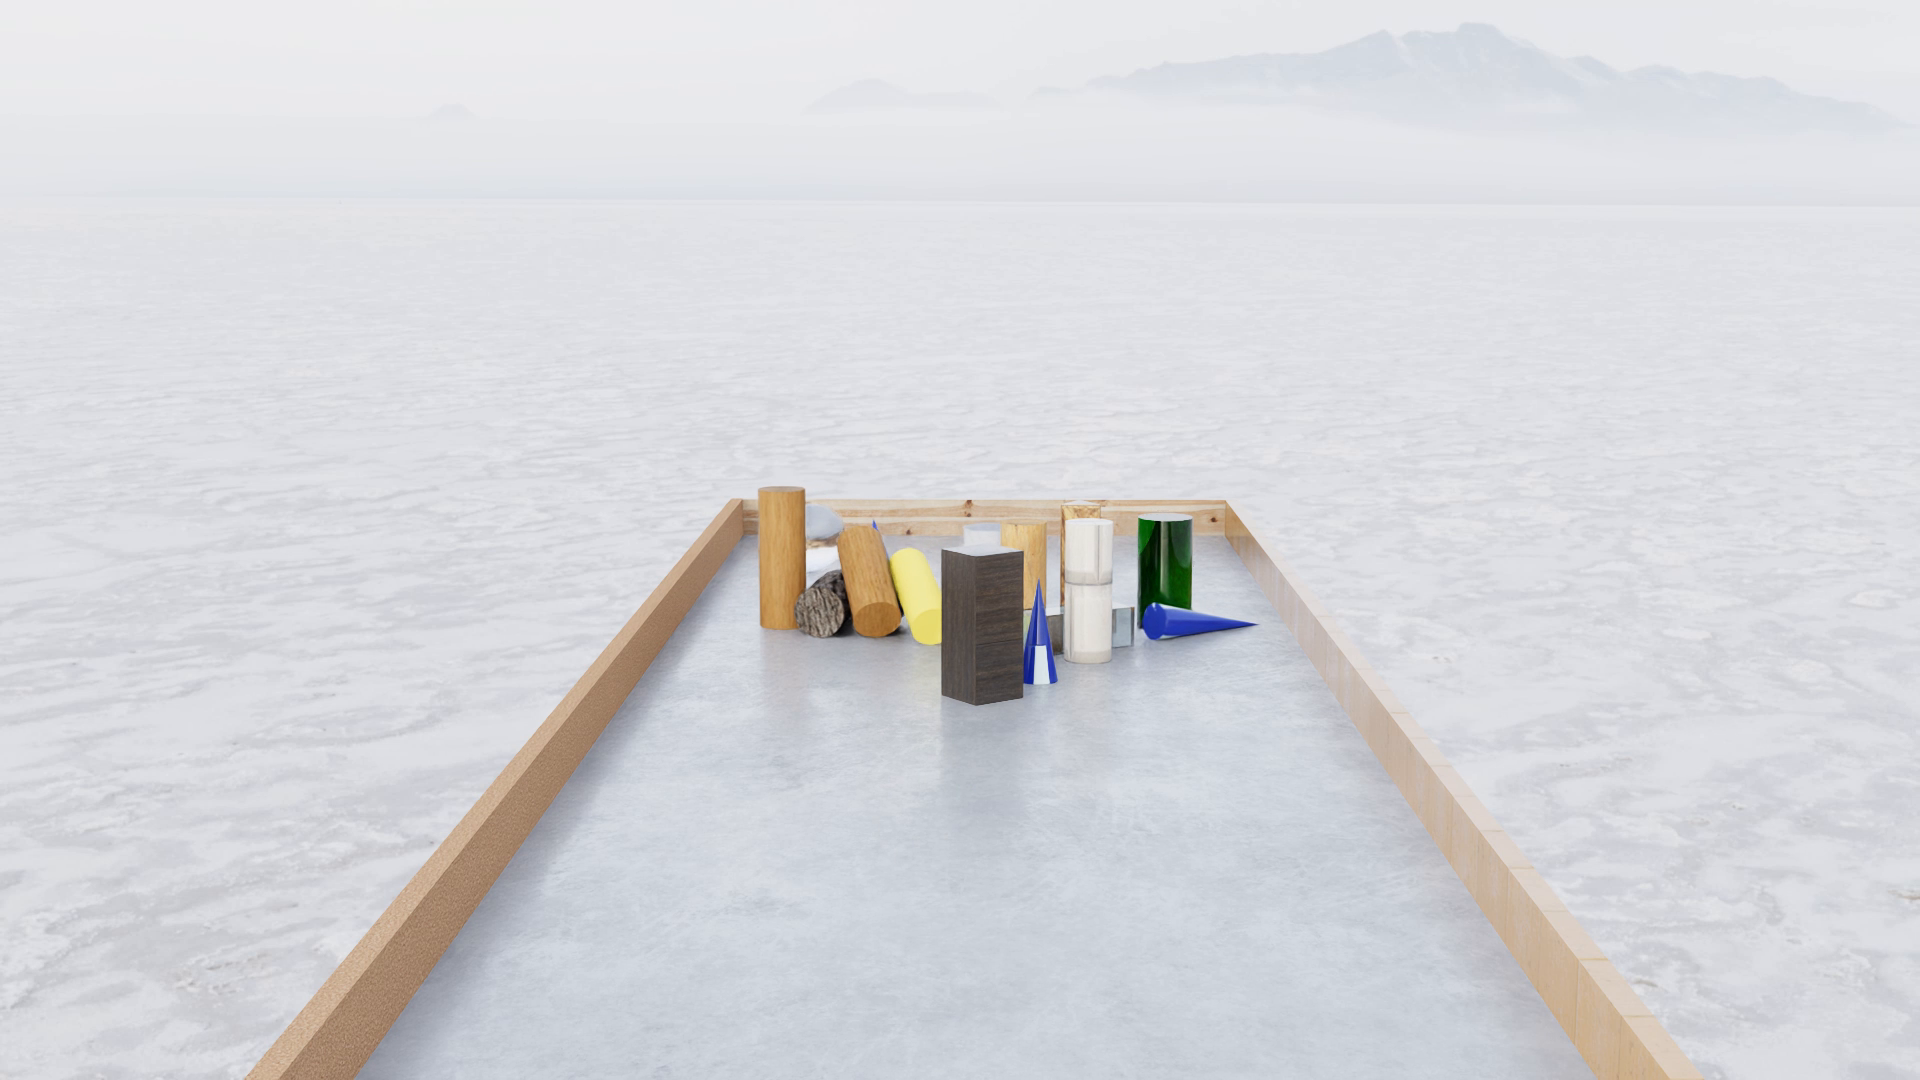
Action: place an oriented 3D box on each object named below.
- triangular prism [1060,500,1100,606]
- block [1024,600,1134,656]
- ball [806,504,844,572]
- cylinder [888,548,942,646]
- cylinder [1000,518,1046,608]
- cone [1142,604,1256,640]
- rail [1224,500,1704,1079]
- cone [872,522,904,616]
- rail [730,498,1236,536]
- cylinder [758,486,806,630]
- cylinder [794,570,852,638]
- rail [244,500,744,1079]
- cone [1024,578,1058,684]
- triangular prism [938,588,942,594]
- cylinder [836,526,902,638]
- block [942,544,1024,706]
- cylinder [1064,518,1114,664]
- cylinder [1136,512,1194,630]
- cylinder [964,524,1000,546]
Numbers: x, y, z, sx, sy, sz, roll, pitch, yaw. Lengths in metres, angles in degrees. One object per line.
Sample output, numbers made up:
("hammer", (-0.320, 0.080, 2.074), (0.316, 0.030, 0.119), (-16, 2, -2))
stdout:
("triangular prism", (0.392, 0.078, 7.219), (0.128, 0.407, 0.111), (0, 9, 1))
("block", (0.354, 0.276, 6.863), (0.370, 0.127, 0.127), (-5, 10, -27))
("ball", (-0.560, -0.008, 8.231), (0.259, 0.259, 0.259), (0, 9, 0))
("cylinder", (-0.130, 0.179, 7.057), (0.132, 0.132, 0.394), (-2, 29, -13))
("cylinder", (0.200, 0.135, 6.915), (0.144, 0.389, 0.144), (0, 9, 0))
("cone", (0.804, 0.269, 7.125), (0.447, 0.118, 0.118), (3, 6, -34))
("rail", (1.046, 0.843, 3.208), (0.050, 0.150, 12.000), (0, 9, 1))
("cone", (-0.266, 0.078, 7.326), (0.154, 0.354, 0.154), (-7, -29, -4))
("rail", (0.099, -0.098, 9.147), (2.100, 0.150, 0.050), (0, 9, 1))
("cylinder", (-0.582, 0.057, 7.204), (0.155, 0.452, 0.155), (0, 9, 0))
("cylinder", (-0.426, 0.205, 7.191), (0.164, 0.164, 0.342), (1, 9, 8))
("rail", (-1.004, 0.839, 3.234), (0.050, 0.150, 12.000), (0, 9, 1))
("cone", (0.228, 0.258, 6.399), (0.116, 0.308, 0.116), (0, 9, 0))
("triangular prism", (-0.087, 0.201, 7.290), (0.155, 0.135, 0.320), (-1, 9, -7))
("cylinder", (-0.296, 0.133, 7.124), (0.154, 0.154, 0.369), (-2, 42, -12))
("block", (0.063, 0.235, 6.184), (0.165, 0.420, 0.165), (-6, 11, -35))
("cylinder", (0.390, 0.155, 6.674), (0.145, 0.425, 0.145), (0, 9, 0))
("cylinder", (0.669, 0.105, 7.181), (0.180, 0.365, 0.180), (0, 9, 0))
("cylinder", (0.098, 0.122, 7.177), (0.176, 0.331, 0.176), (1, 9, 0))
